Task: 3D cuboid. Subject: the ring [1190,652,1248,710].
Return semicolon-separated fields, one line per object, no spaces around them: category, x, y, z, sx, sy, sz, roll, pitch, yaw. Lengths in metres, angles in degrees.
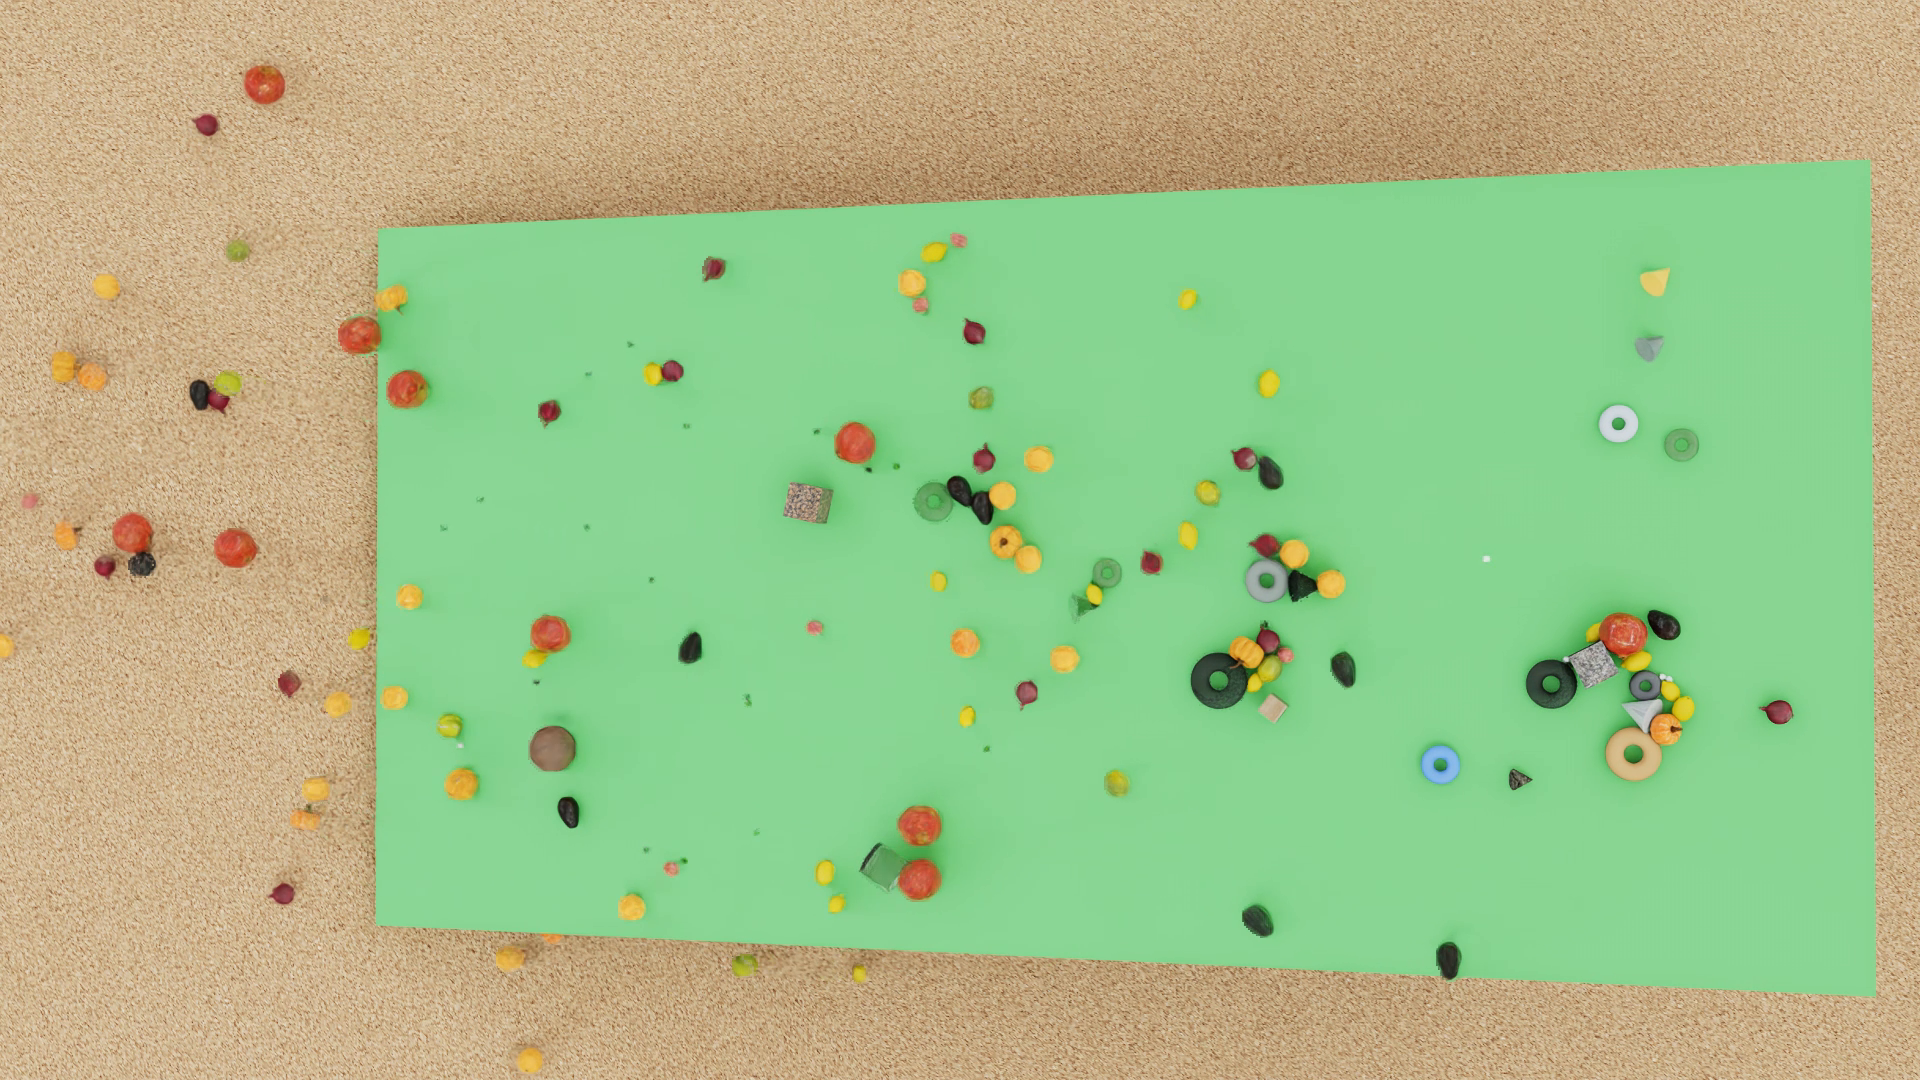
ring;0.664;0.361;5.641;0.147;0.049;0.147;0;88;17

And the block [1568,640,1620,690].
block;1.550;0.304;5.377;0.088;0.088;0.088;-29;82;13

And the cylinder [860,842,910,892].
cylinder;-0.200;0.870;5.847;0.096;0.096;0.096;33;89;13

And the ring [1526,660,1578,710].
ring;1.459;0.356;5.426;0.123;0.041;0.123;0;89;17

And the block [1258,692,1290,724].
block;0.799;0.428;5.600;0.054;0.054;0.054;38;99;13

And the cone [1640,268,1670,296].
cone;1.713;-0.645;5.376;0.070;0.070;0.070;-42;89;-16

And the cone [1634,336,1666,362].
cone;1.699;-0.482;5.378;0.067;0.067;0.067;-30;89;-14

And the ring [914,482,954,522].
ring;-0.070;-0.101;5.858;0.108;0.036;0.108;0;90;15

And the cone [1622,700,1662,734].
cone;1.652;0.415;5.372;0.090;0.090;0.090;24;89;41

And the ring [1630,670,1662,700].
ring;1.675;0.357;5.374;0.077;0.026;0.077;0;91;15

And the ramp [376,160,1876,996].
ramp;0.267;0.097;5.832;4.000;0.100;2.000;0;89;15

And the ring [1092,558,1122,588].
ring;0.384;0.087;5.734;0.080;0.027;0.080;0;90;14

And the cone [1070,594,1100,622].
cone;0.333;0.174;5.744;0.072;0.072;0.072;-6;89;-11

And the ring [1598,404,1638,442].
ring;1.616;-0.285;5.397;0.094;0.031;0.094;-1;88;16

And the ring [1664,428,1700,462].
ring;1.759;-0.231;5.359;0.083;0.028;0.083;0;91;16

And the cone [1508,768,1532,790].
cone;1.396;0.594;5.448;0.053;0.053;0.053;2;89;-11

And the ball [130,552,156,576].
ball;-2.369;0.071;6.378;0.070;0.070;0.070;0;89;0

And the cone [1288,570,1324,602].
cone;0.889;0.117;5.589;0.083;0.083;0.083;-1;89;-11

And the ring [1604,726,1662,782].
ring;1.645;0.523;5.371;0.134;0.045;0.134;-1;88;16

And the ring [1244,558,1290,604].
ring;0.784;0.105;5.618;0.114;0.038;0.114;0;90;17

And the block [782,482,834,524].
block;-0.408;-0.100;5.920;0.094;0.094;0.094;13;93;15

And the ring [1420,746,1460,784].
ring;1.201;0.562;5.499;0.097;0.032;0.097;0;90;16
